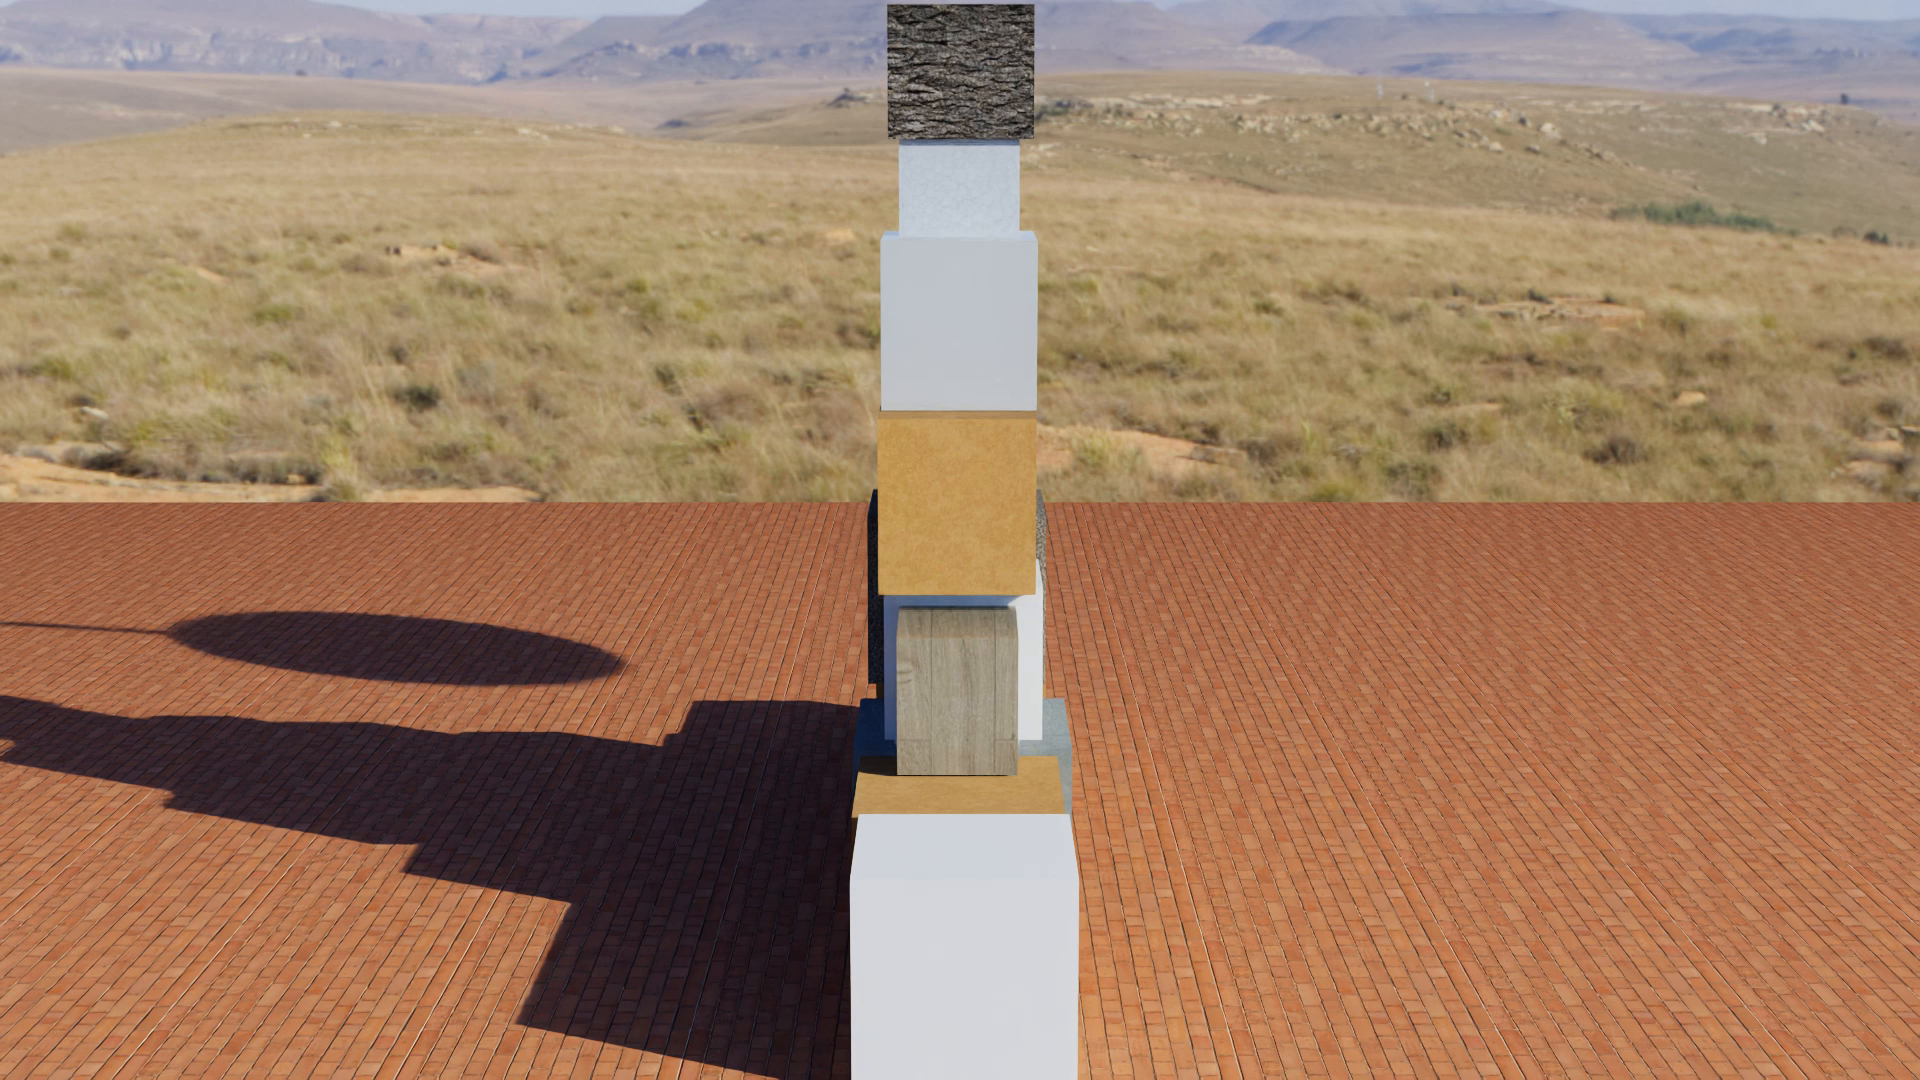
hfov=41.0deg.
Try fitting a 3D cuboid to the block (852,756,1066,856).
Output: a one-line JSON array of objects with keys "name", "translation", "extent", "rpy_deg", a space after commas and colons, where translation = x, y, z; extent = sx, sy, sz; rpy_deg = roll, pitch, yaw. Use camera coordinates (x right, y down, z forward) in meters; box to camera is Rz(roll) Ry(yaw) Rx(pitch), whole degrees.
[{"name": "block", "translation": [-0.005, 1.335, 10.094], "extent": [0.801, 0.763, 0.874], "rpy_deg": [0, 10, 0]}]

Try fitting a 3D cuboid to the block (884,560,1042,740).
[{"name": "block", "translation": [0.014, 0.455, 10.868], "extent": [0.652, 0.639, 0.641], "rpy_deg": [0, 10, 0]}]

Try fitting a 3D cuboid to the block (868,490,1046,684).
[{"name": "block", "translation": [-0.014, 0.197, 11.548], "extent": [0.775, 0.740, 0.769], "rpy_deg": [0, 10, 0]}]

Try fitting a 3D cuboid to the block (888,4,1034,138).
[{"name": "block", "translation": [0.004, -1.974, 10.821], "extent": [0.605, 0.545, 0.549], "rpy_deg": [0, 10, 0]}]

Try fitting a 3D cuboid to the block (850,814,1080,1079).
[{"name": "block", "translation": [0.015, 1.478, 9.262], "extent": [0.787, 0.778, 0.794], "rpy_deg": [0, 10, 0]}]

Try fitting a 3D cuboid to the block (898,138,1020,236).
[{"name": "block", "translation": [-0.003, -1.509, 10.906], "extent": [0.501, 0.400, 0.498], "rpy_deg": [0, 10, 0]}]

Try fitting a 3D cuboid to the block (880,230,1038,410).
[{"name": "block", "translation": [-0.004, -0.931, 10.767], "extent": [0.636, 0.689, 0.691], "rpy_deg": [0, 10, 0]}]

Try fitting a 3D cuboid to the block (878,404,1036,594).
[{"name": "block", "translation": [-0.012, -0.186, 10.611], "extent": [0.636, 0.715, 0.632], "rpy_deg": [0, 10, 0]}]

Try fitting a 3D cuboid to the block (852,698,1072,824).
[{"name": "block", "translation": [0.010, 1.164, 10.958], "extent": [0.896, 0.789, 0.868], "rpy_deg": [0, 10, 0]}]

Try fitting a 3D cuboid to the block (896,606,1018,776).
[{"name": "block", "translation": [-0.010, 0.601, 10.297], "extent": [0.476, 0.569, 0.475], "rpy_deg": [0, 14, 0]}]

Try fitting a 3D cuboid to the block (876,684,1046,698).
[{"name": "block", "translation": [0.004, 0.968, 11.811], "extent": [0.748, 0.871, 0.861], "rpy_deg": [0, 10, 0]}]
